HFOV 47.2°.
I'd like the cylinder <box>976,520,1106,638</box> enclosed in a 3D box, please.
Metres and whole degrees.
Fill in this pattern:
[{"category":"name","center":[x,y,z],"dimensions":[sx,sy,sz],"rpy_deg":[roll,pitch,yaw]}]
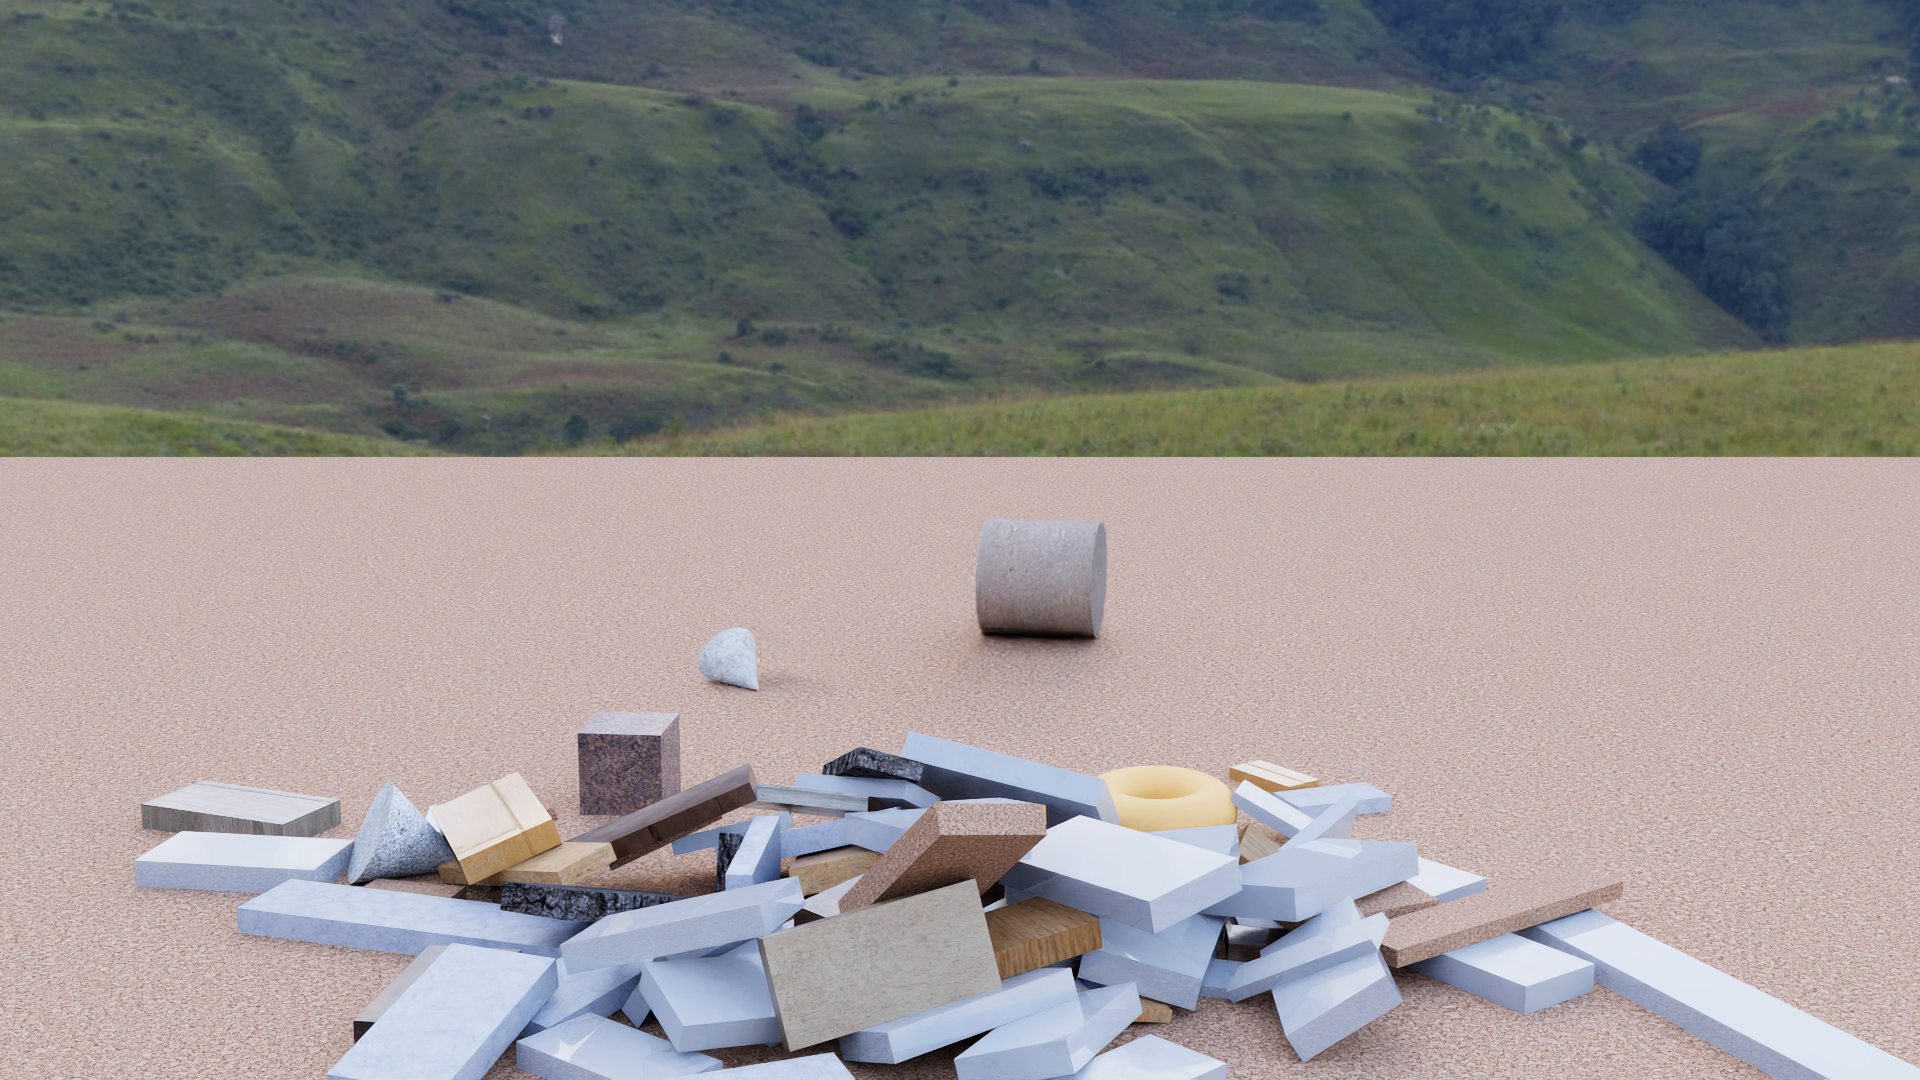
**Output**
[{"category":"cylinder","center":[0.207,0.097,5.537],"dimensions":[0.288,0.288,0.288],"rpy_deg":[2,11,11]}]

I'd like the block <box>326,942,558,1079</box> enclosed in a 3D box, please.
[{"category":"block","center":[-0.693,0.661,2.977],"dimensions":[0.164,0.046,0.328],"rpy_deg":[5,22,16]}]

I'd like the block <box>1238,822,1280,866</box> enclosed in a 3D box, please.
[{"category":"block","center":[0.509,0.540,3.750],"dimensions":[0.082,0.023,0.165],"rpy_deg":[39,17,5]}]

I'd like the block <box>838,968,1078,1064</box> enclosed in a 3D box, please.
[{"category":"block","center":[-0.003,0.652,3.026],"dimensions":[0.299,0.042,0.149],"rpy_deg":[-12,-3,-32]}]

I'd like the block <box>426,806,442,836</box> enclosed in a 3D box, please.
[{"category":"block","center":[-0.930,0.517,4.000],"dimensions":[0.081,0.023,0.163],"rpy_deg":[-1,11,-8]}]

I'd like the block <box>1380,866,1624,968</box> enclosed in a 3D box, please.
[{"category":"block","center":[0.822,0.580,3.410],"dimensions":[0.517,0.028,0.098],"rpy_deg":[-7,13,-35]}]

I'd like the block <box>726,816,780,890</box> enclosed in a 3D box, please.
[{"category":"block","center":[-0.326,0.551,3.482],"dimensions":[0.041,0.145,0.290],"rpy_deg":[1,11,4]}]

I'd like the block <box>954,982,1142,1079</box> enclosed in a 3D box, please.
[{"category":"block","center":[0.123,0.661,2.935],"dimensions":[0.156,0.044,0.312],"rpy_deg":[-15,-3,21]}]

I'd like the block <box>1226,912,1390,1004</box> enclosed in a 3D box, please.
[{"category":"block","center":[0.498,0.601,3.159],"dimensions":[0.254,0.020,0.070],"rpy_deg":[-29,9,33]}]

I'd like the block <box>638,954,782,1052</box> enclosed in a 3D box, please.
[{"category":"block","center":[-0.271,0.633,3.046],"dimensions":[0.311,0.042,0.149],"rpy_deg":[1,23,-31]}]

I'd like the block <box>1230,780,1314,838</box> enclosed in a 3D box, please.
[{"category":"block","center":[0.568,0.492,3.944],"dimensions":[0.165,0.023,0.082],"rpy_deg":[30,19,13]}]

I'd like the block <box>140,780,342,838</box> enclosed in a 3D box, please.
[{"category":"block","center":[-1.315,0.501,4.025],"dimensions":[0.320,0.045,0.160],"rpy_deg":[4,11,22]}]

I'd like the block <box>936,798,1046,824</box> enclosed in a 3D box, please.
[{"category":"block","center":[0.045,0.408,3.288],"dimensions":[0.103,0.029,0.207],"rpy_deg":[-1,-3,-18]}]

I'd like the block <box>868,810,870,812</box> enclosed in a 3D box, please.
[{"category":"block","center":[-0.113,0.466,4.104],"dimensions":[0.179,0.051,0.358],"rpy_deg":[-4,7,-8]}]

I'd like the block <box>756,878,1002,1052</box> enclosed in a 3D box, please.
[{"category":"block","center":[-0.109,0.576,2.996],"dimensions":[0.307,0.153,0.043],"rpy_deg":[-13,-3,-18]}]

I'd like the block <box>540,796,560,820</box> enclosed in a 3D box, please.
[{"category":"block","center":[-0.771,0.490,3.783],"dimensions":[0.163,0.023,0.081],"rpy_deg":[-20,9,-5]}]

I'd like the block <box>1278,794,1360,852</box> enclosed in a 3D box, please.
[{"category":"block","center":[0.590,0.513,3.674],"dimensions":[0.028,0.098,0.196],"rpy_deg":[32,43,30]}]

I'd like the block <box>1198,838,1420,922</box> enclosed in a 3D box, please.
[{"category":"block","center":[0.547,0.528,3.440],"dimensions":[0.179,0.051,0.358],"rpy_deg":[-3,3,42]}]

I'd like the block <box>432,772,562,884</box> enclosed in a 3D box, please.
[{"category":"block","center":[-0.780,0.479,3.685],"dimensions":[0.160,0.045,0.320],"rpy_deg":[-23,16,-17]}]

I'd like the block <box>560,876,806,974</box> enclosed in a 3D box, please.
[{"category":"block","center":[-0.387,0.540,3.084],"dimensions":[0.307,0.043,0.153],"rpy_deg":[-14,2,17]}]

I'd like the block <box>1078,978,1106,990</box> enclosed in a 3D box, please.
[{"category":"block","center":[0.221,0.654,3.269],"dimensions":[0.068,0.019,0.135],"rpy_deg":[6,12,29]}]

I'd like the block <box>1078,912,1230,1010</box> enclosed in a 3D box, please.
[{"category":"block","center":[0.306,0.593,3.339],"dimensions":[0.174,0.049,0.392],"rpy_deg":[14,14,12]}]

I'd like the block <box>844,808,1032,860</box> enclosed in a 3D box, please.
[{"category":"block","center":[-0.043,0.455,3.392],"dimensions":[0.164,0.046,0.487],"rpy_deg":[-2,-3,-16]}]

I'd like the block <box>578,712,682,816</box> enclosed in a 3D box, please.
[{"category":"block","center":[-0.622,0.421,4.150],"dimensions":[0.156,0.156,0.156],"rpy_deg":[1,11,5]}]

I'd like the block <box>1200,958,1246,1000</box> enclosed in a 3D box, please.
[{"category":"block","center":[0.390,0.654,3.280],"dimensions":[0.056,0.016,0.112],"rpy_deg":[3,11,17]}]

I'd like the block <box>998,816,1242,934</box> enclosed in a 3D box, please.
[{"category":"block","center":[0.229,0.489,3.243],"dimensions":[0.174,0.049,0.348],"rpy_deg":[-19,16,-35]}]

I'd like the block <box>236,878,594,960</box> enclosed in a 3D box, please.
[{"category":"block","center":[-0.752,0.612,3.436],"dimensions":[0.783,0.041,0.145],"rpy_deg":[3,11,18]}]

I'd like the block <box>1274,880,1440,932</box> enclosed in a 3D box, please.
[{"category":"block","center":[0.614,0.575,3.424],"dimensions":[0.233,0.033,0.117],"rpy_deg":[-6,12,-22]}]

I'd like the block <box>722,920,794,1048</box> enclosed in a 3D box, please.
[{"category":"block","center":[-0.208,0.623,3.253],"dimensions":[0.156,0.044,0.420],"rpy_deg":[24,21,27]}]

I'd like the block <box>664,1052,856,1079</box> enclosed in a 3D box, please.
[{"category":"block","center":[-0.261,0.699,2.737],"dimensions":[0.260,0.037,0.130],"rpy_deg":[-4,11,-21]}]

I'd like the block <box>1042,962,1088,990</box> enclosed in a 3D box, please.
[{"category":"block","center":[0.128,0.637,3.191],"dimensions":[0.135,0.019,0.068],"rpy_deg":[39,29,26]}]

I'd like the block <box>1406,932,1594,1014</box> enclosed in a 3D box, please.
[{"category":"block","center":[0.786,0.632,3.326],"dimensions":[0.152,0.043,0.304],"rpy_deg":[-7,13,-35]}]

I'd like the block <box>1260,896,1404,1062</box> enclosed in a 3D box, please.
[{"category":"block","center":[0.527,0.623,3.148],"dimensions":[0.160,0.045,0.320],"rpy_deg":[-33,8,7]}]

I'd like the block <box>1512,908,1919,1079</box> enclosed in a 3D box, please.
[{"category":"block","center":[1.076,0.665,3.162],"dimensions":[0.133,0.038,0.842],"rpy_deg":[-4,11,-23]}]

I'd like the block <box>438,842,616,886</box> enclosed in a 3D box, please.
[{"category":"block","center":[-0.713,0.529,3.595],"dimensions":[0.104,0.029,0.409],"rpy_deg":[-27,12,-39]}]
